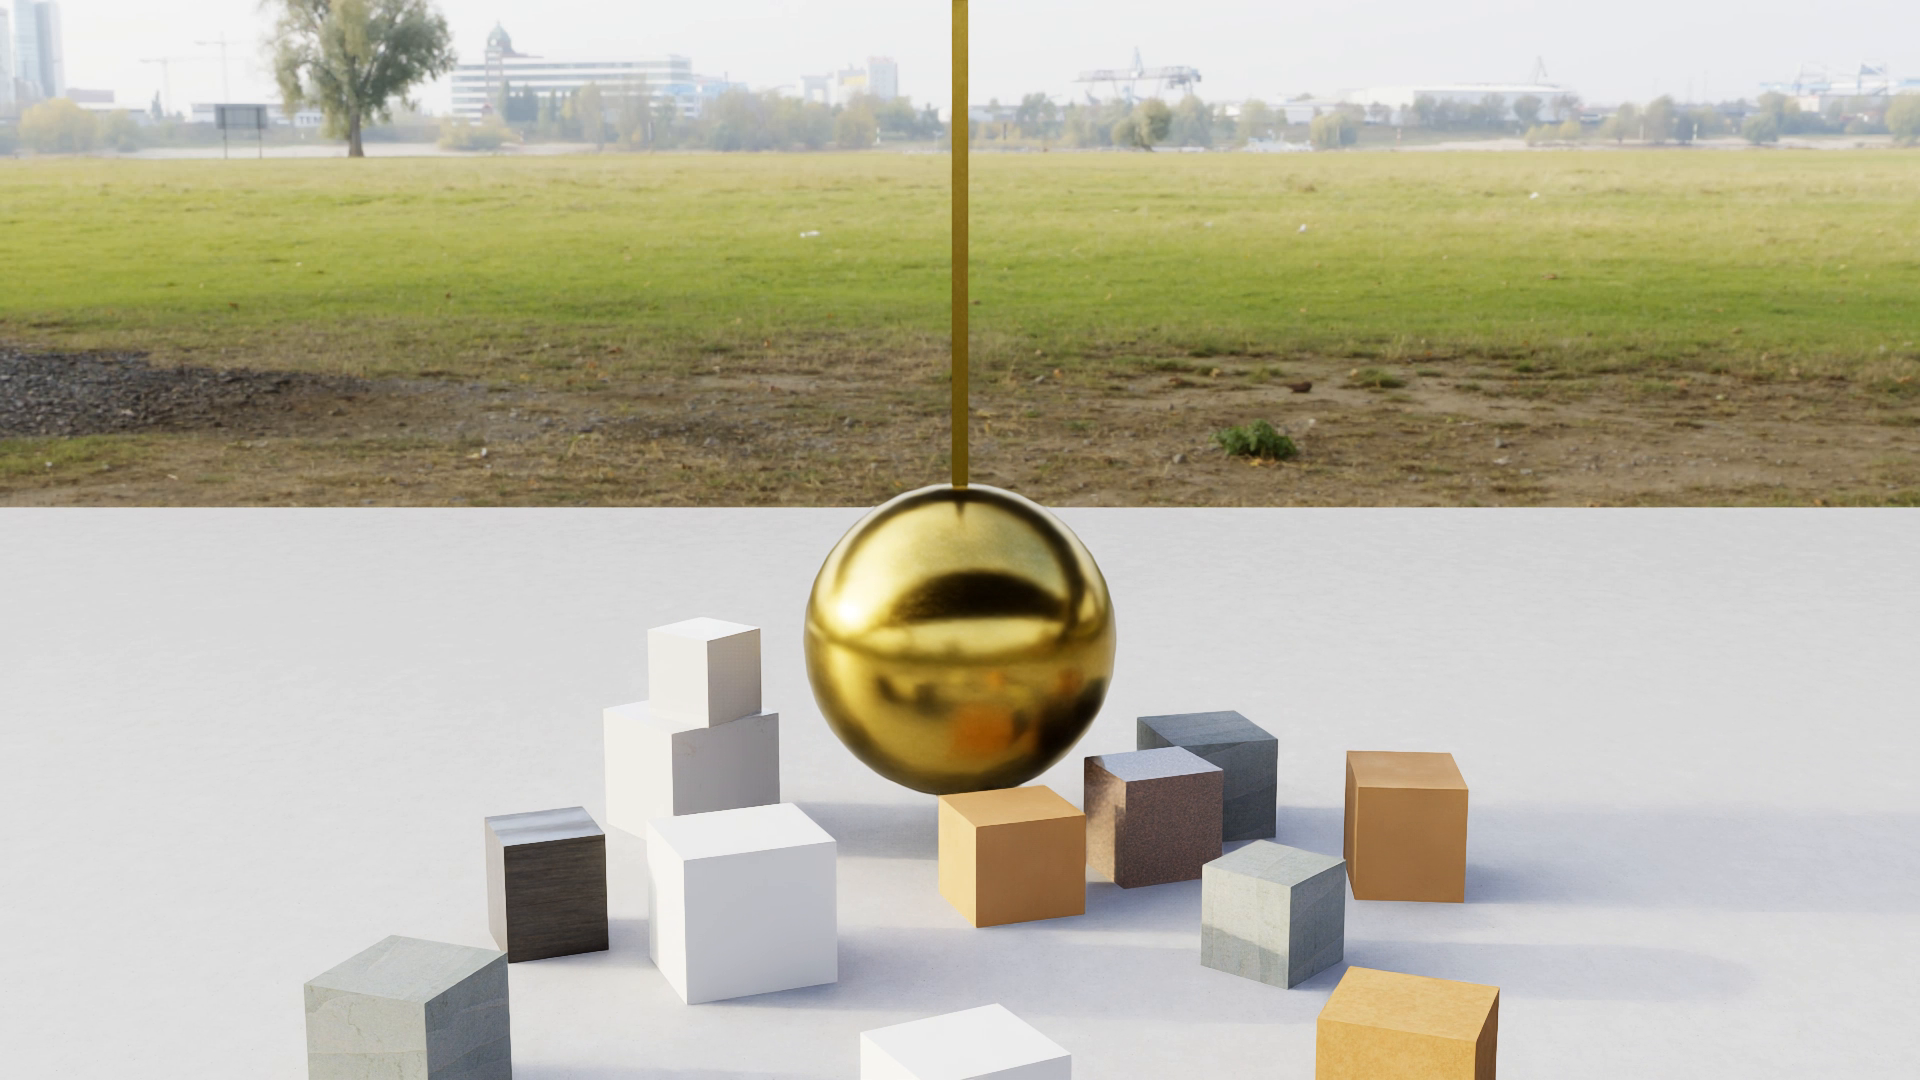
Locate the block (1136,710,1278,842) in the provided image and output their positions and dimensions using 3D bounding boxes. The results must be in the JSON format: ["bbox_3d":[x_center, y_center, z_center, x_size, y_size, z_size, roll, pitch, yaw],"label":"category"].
[{"bbox_3d":[1.270,1.223,11.387,0.549,0.519,0.594,-3,11,-14],"label":"block"}]

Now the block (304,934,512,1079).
[{"bbox_3d":[-2.031,1.822,8.125,0.513,0.509,0.535,4,11,21],"label":"block"}]

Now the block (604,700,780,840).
[{"bbox_3d":[-1.385,1.179,11.367,0.650,0.614,0.643,-9,13,-39],"label":"block"}]

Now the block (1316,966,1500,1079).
[{"bbox_3d":[1.599,1.882,7.855,0.547,0.487,0.533,4,11,22],"label":"block"}]

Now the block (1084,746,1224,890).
[{"bbox_3d":[0.936,1.343,10.700,0.522,0.530,0.457,-4,11,-22],"label":"block"}]

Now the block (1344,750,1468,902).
[{"bbox_3d":[2.125,1.363,10.533,0.505,0.549,0.623,1,10,5],"label":"block"}]

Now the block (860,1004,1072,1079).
[{"bbox_3d":[0.016,1.945,7.488,0.540,0.493,0.502,-6,12,-28],"label":"block"}]

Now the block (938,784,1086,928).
[{"bbox_3d":[0.238,1.460,10.207,0.535,0.476,0.504,-4,11,-19],"label":"block"}]

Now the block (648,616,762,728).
[{"bbox_3d":[-1.299,0.669,11.205,0.420,0.446,0.385,8,13,38],"label":"block"}]

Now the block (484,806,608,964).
[{"bbox_3d":[-1.832,1.518,9.735,0.442,0.530,0.447,-4,11,-22],"label":"block"}]

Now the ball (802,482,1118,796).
[{"bbox_3d":[0.000,0.507,11.196,1.600,1.600,1.600,0,10,0],"label":"ball"}]

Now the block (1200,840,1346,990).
[{"bbox_3d":[1.351,1.605,9.473,0.436,0.452,0.454,9,13,39],"label":"block"}]

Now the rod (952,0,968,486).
[{"bbox_3d":[0.000,-2.846,10.630,0.080,5.200,0.080,0,10,0],"label":"rod"}]

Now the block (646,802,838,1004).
[{"bbox_3d":[-0.934,1.536,9.382,0.658,0.621,0.588,-4,11,-22],"label":"block"}]
